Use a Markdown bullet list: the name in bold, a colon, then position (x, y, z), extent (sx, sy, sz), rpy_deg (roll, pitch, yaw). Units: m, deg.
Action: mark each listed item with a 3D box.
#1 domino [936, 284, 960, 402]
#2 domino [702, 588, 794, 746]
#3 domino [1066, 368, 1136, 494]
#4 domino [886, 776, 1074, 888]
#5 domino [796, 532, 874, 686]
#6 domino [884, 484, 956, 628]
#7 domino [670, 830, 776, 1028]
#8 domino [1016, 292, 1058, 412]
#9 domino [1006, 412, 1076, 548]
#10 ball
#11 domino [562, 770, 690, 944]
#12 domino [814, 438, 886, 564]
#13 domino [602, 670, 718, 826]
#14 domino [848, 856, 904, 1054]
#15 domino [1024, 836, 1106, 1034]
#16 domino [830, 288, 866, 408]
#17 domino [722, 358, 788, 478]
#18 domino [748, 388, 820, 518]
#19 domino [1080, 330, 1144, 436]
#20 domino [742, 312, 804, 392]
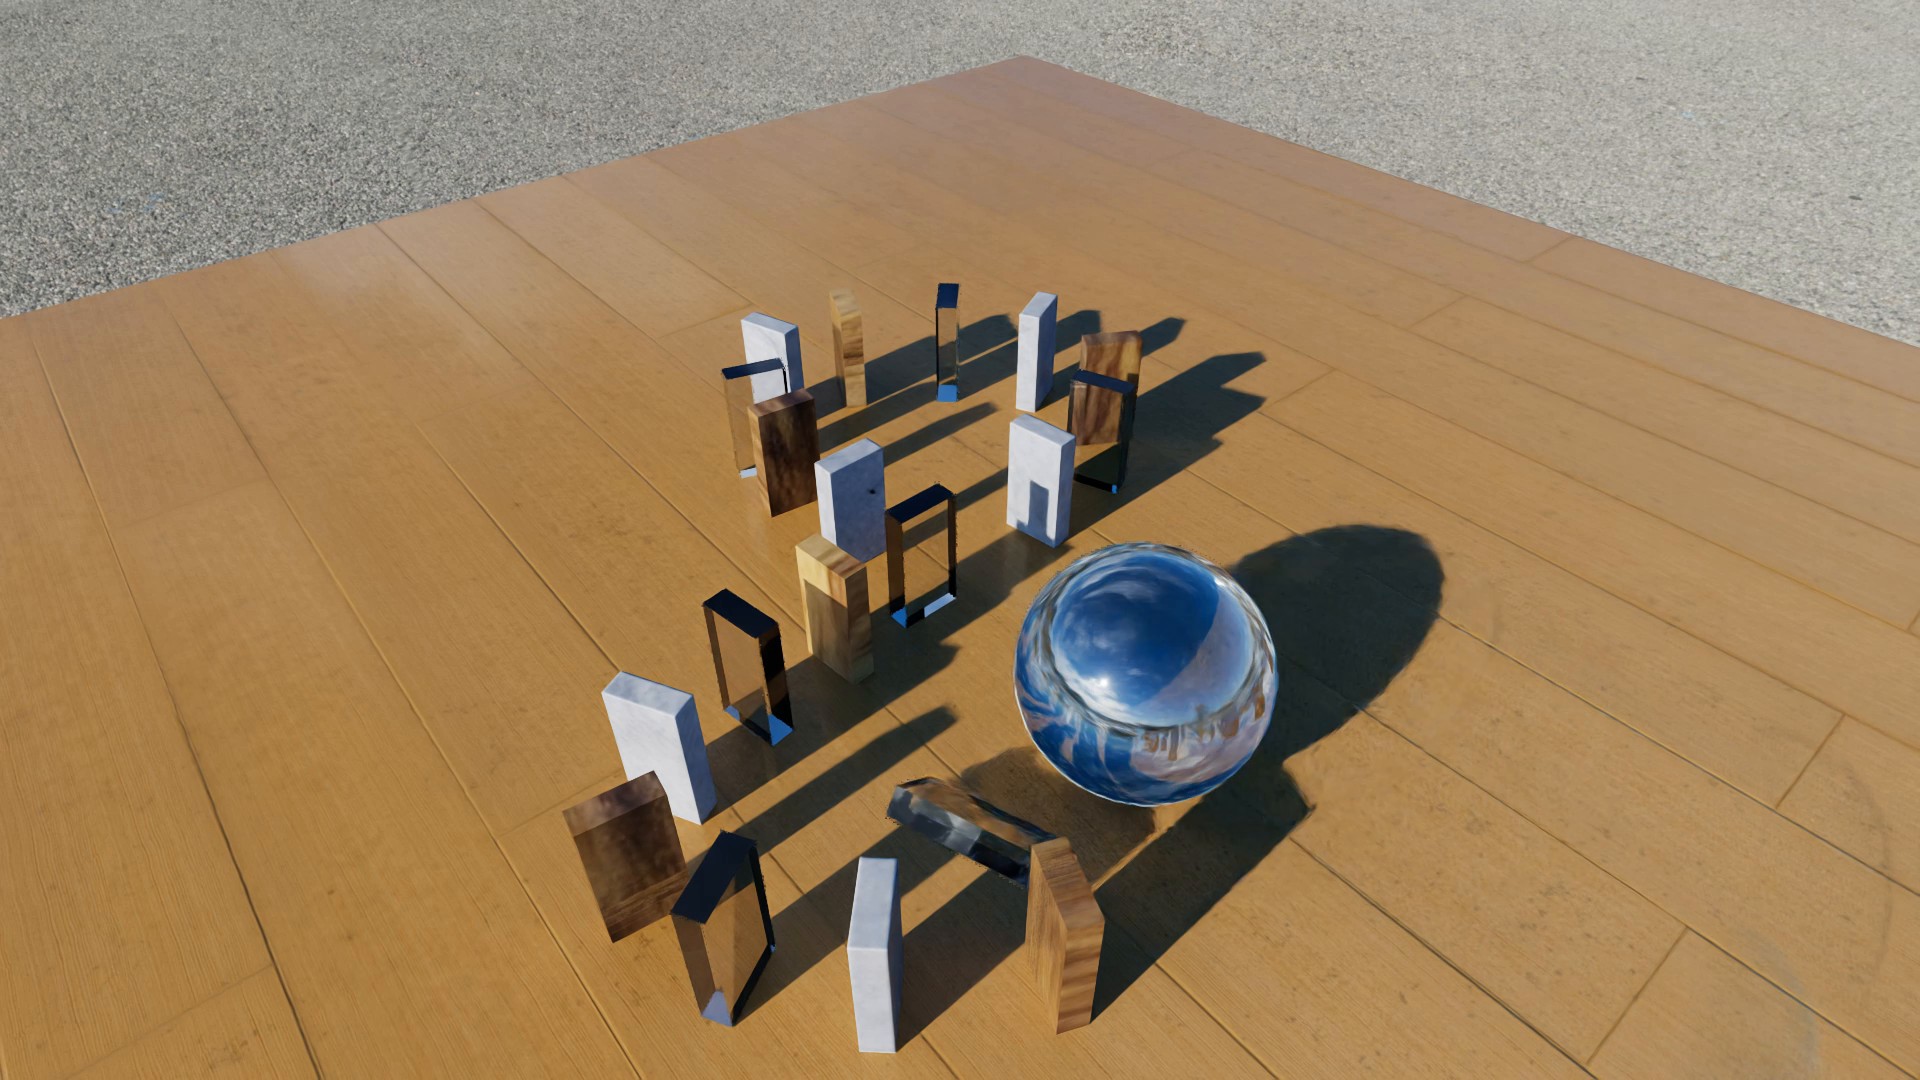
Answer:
- **domino**: position (-0.006, -0.094, 0.526), extent (0.009, 0.050, 0.025), rpy_deg (2, 39, 2)
- **domino**: position (-0.069, 0.042, 0.360), extent (0.025, 0.050, 0.010), rpy_deg (28, 47, 30)
- **domino**: position (0.059, -0.046, 0.467), extent (0.025, 0.050, 0.009), rpy_deg (19, 43, 22)
- **domino**: position (0.006, 0.086, 0.327), extent (0.050, 0.009, 0.025), rpy_deg (21, 4, 24)
- **domino**: position (-0.043, 0.024, 0.382), extent (0.025, 0.050, 0.009), rpy_deg (31, 49, 32)
- **domino**: position (-0.014, 0.006, 0.404), extent (0.025, 0.050, 0.009), rpy_deg (-30, 48, -31)
- **domino**: position (-0.061, 0.102, 0.287), extent (0.009, 0.050, 0.025), rpy_deg (13, 41, 15)
- **domino**: position (0.036, -0.089, 0.520), extent (0.009, 0.050, 0.025), rpy_deg (15, 42, 18)
- **domino**: position (0.032, -0.023, 0.440), extent (0.025, 0.050, 0.010), rpy_deg (29, 47, 31)
- **ball**: position (0.056, 0.041, 0.338), extent (0.080, 0.080, 0.080), rpy_deg (0, 39, 0)
- **domino**: position (-0.090, 0.088, 0.304), extent (0.025, 0.050, 0.010), rpy_deg (-22, 44, -25)
- **domino**: position (-0.042, -0.012, 0.427), extent (0.025, 0.050, 0.009), rpy_deg (-30, 48, -32)
- **domino**: position (-0.090, 0.064, 0.334), extent (0.025, 0.050, 0.009), rpy_deg (15, 42, 17)
- **domino**: position (-0.021, 0.107, 0.281), extent (0.009, 0.050, 0.025), rpy_deg (2, 39, 2)
- **domino**: position (0.026, 0.103, 0.286), extent (0.010, 0.050, 0.025), rpy_deg (-11, 41, -13)
- **domino**: position (-0.053, -0.091, 0.522), extent (0.010, 0.050, 0.025), rpy_deg (-11, 41, -13)
- **domino**: position (-0.086, -0.052, 0.475), extent (0.025, 0.050, 0.009), rpy_deg (-15, 42, -17)
- **domino**: position (-0.072, -0.036, 0.455), extent (0.025, 0.050, 0.009), rpy_deg (-23, 45, -26)
- **domino**: position (0.067, -0.069, 0.496), extent (0.025, 0.050, 0.010), rpy_deg (-6, 40, -8)
- **domino**: position (-0.085, -0.078, 0.506), extent (0.025, 0.050, 0.010), rpy_deg (22, 44, 25)
